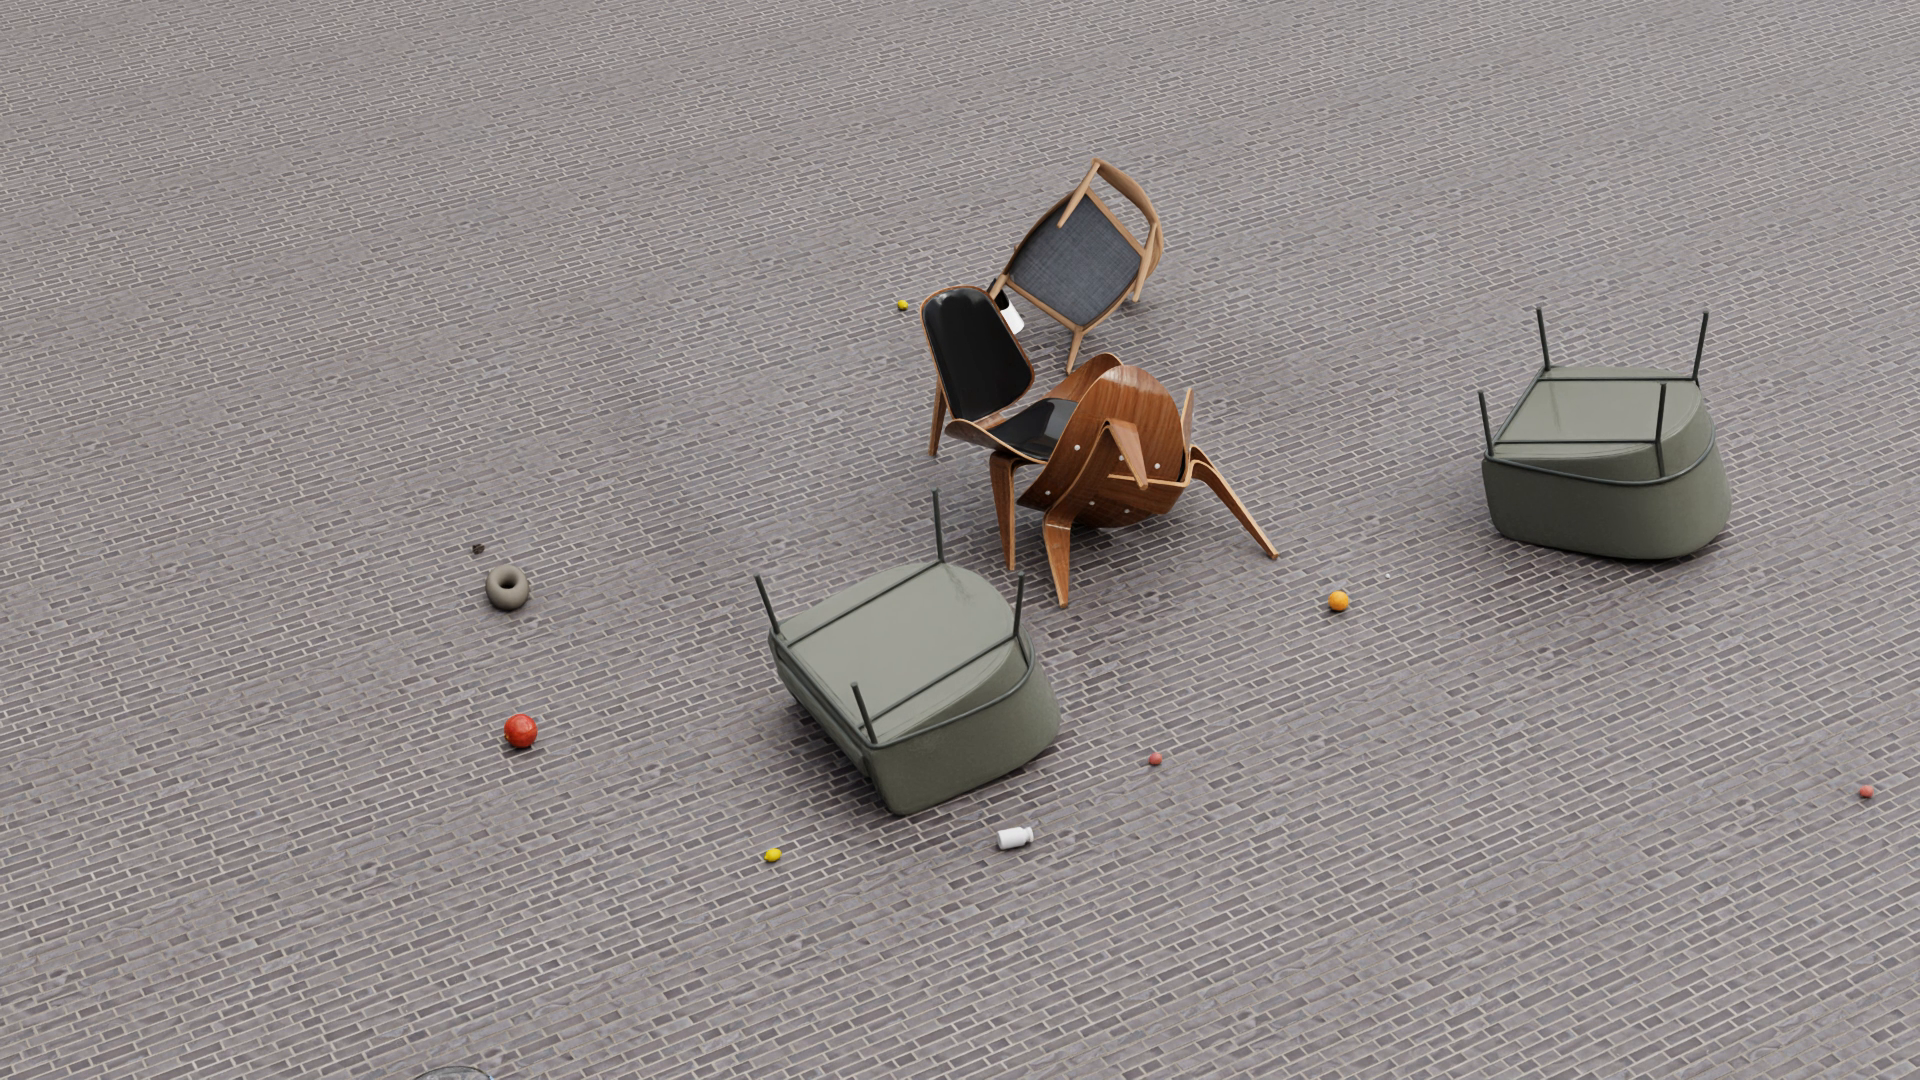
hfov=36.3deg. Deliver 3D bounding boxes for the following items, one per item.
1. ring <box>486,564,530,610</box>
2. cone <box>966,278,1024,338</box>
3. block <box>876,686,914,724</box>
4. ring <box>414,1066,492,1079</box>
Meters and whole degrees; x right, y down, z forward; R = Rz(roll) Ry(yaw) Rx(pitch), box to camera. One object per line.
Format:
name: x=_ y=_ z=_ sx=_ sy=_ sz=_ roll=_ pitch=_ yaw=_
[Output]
ring: x=-1.639 y=0.171 z=10.616 sx=0.155 sy=0.077 sz=0.235 roll=-7 pitch=35 yaw=-13
cone: x=0.145 y=-1.000 z=12.259 sx=0.248 sy=0.223 sz=0.230 roll=-7 pitch=34 yaw=-11
block: x=-0.220 y=0.562 z=10.041 sx=0.081 sy=0.055 sz=0.125 roll=-17 pitch=37 yaw=-24
ring: x=-1.471 y=1.599 z=8.431 sx=0.281 sy=0.097 sz=0.186 roll=-8 pitch=35 yaw=-14
